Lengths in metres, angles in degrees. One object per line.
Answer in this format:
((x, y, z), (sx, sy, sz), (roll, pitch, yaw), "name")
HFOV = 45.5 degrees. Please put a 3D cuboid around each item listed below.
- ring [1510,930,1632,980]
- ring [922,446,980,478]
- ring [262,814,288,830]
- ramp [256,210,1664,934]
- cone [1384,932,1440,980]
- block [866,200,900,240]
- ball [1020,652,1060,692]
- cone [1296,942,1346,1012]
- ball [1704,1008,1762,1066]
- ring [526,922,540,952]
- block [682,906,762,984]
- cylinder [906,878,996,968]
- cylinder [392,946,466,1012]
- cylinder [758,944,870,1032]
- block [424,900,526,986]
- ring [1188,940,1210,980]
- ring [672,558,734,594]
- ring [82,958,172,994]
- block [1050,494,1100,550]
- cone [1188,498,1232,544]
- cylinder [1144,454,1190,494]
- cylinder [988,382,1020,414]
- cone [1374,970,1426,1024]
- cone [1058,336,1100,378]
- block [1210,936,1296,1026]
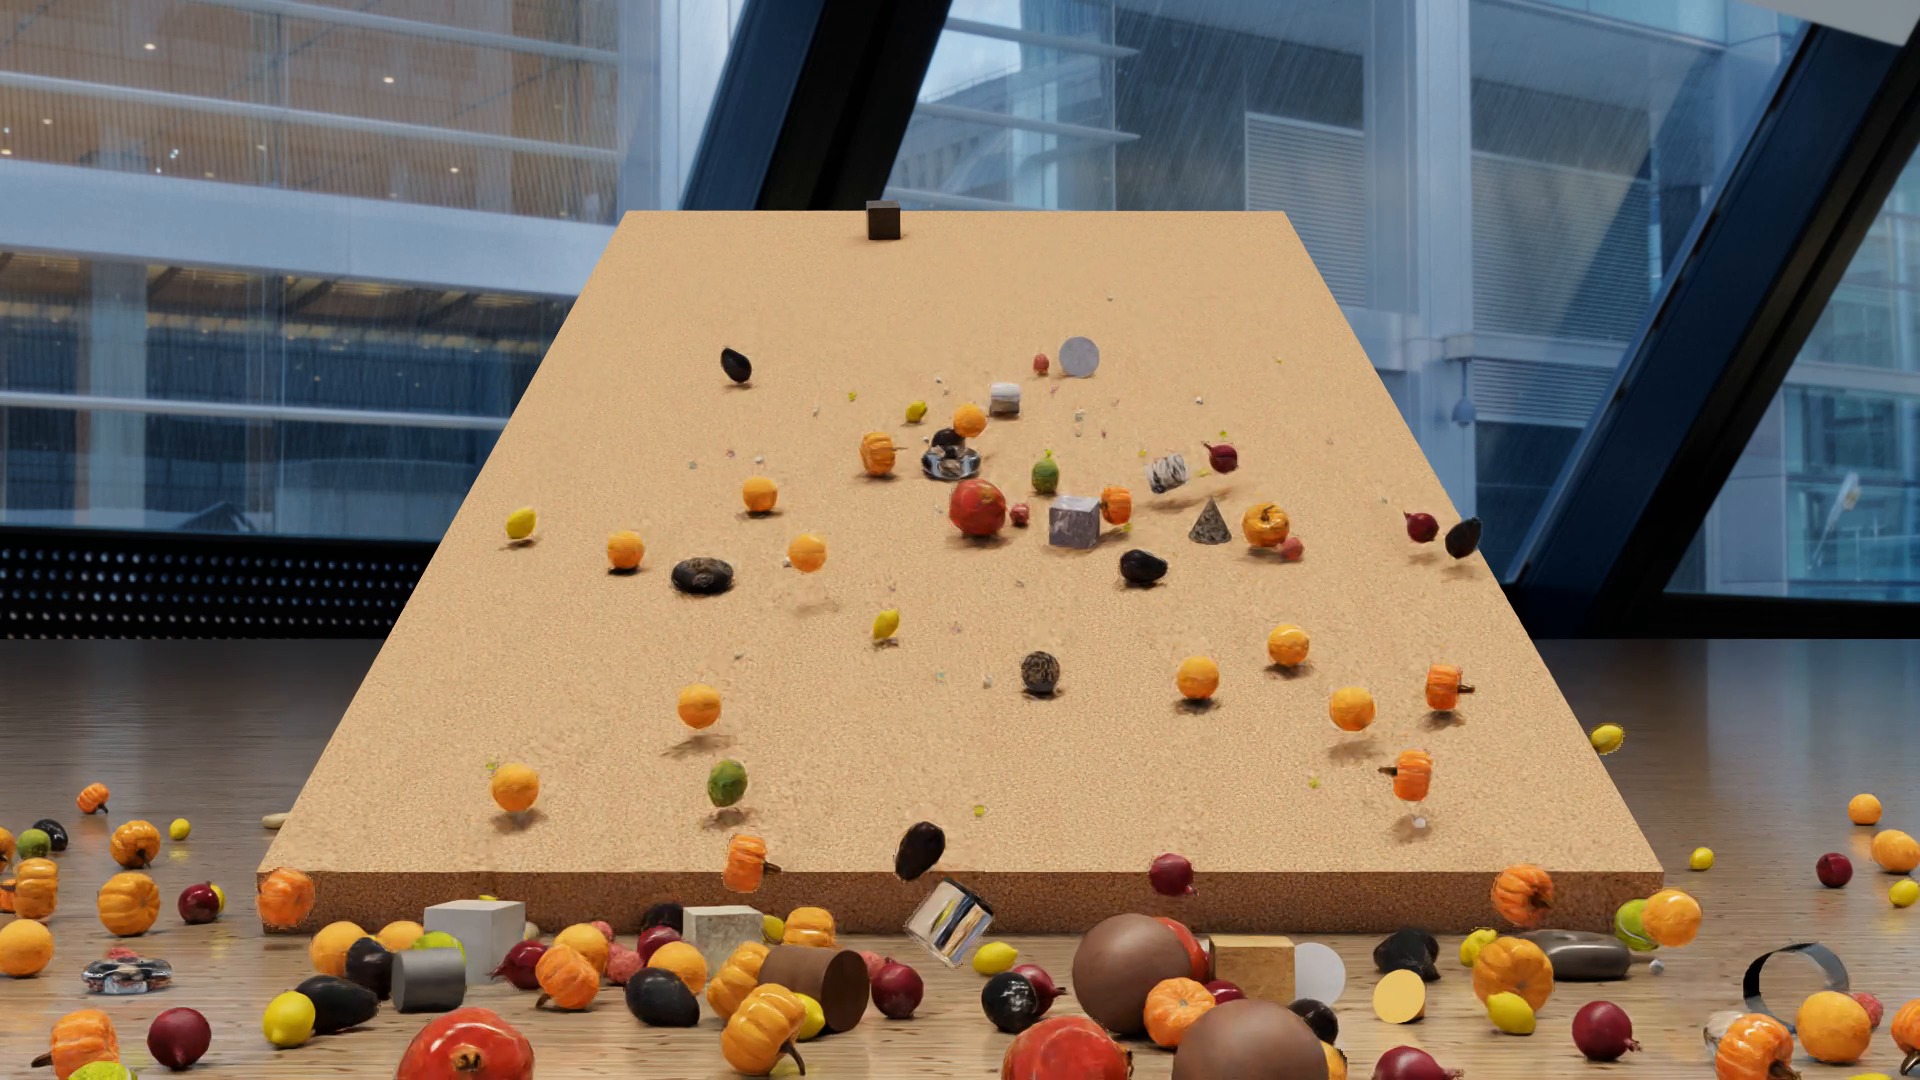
((0.770, 0.524, 2.891), (0.148, 0.049, 0.148), (1, -1, 0), "ring")
((-0.019, -0.165, 4.803), (0.126, 0.042, 0.126), (1, 23, 0), "ring")
((-1.496, 0.621, 5.060), (0.090, 0.030, 0.090), (0, -1, 0), "ring")
((-0.006, -0.219, 5.131), (2.000, 0.100, 4.000), (0, 22, 0), "ramp")
((0.574, 0.531, 2.843), (0.067, 0.067, 0.067), (31, -17, -25), "cone")
((-0.224, -0.932, 6.669), (0.093, 0.093, 0.093), (-2, 22, -6), "block")
((0.134, 0.218, 3.802), (0.066, 0.066, 0.066), (0, -2, 0), "ball")
((0.411, 0.520, 2.656), (0.082, 0.082, 0.082), (-1, -29, 18), "cone")
((0.769, 0.496, 2.282), (0.056, 0.056, 0.056), (0, -2, 0), "ball")
((-0.627, 0.537, 3.090), (0.120, 0.040, 0.120), (-1, -2, 0), "ring")
((-0.297, 0.505, 2.863), (0.084, 0.084, 0.084), (1, -2, -18), "block")
((-0.010, 0.426, 2.552), (0.071, 0.071, 0.071), (36, -15, 11), "cylinder")
((-0.610, 0.503, 2.627), (0.069, 0.069, 0.069), (1, -3, -26), "cylinder")
((-0.160, 0.489, 2.502), (0.088, 0.088, 0.088), (-2, -3, 34), "cylinder")
((-0.604, 0.501, 2.855), (0.092, 0.092, 0.092), (-1, -2, 15), "block")
((0.352, 0.525, 2.860), (0.136, 0.045, 0.136), (0, -3, 0), "ring")
((-0.475, 0.065, 4.224), (0.116, 0.039, 0.116), (1, 21, 0), "ring")
((-1.006, 0.526, 2.769), (0.104, 0.035, 0.104), (0, -4, 0), "ring")
((0.222, -0.035, 4.425), (0.078, 0.078, 0.078), (8, 23, 18), "block")
((0.487, -0.046, 4.446), (0.085, 0.085, 0.085), (0, 22, 0), "cone")
((0.417, -0.133, 4.618), (0.065, 0.065, 0.065), (-23, -13, 27), "cylinder")
((0.100, -0.319, 5.150), (0.066, 0.066, 0.066), (2, -3, -5), "cylinder")
((0.505, 0.521, 2.560), (0.063, 0.063, 0.063), (-2, -30, 40), "cone")
((0.277, -0.428, 5.464), (0.100, 0.100, 0.100), (0, -5, -6), "cone")
((0.325, 0.491, 2.554), (0.087, 0.087, 0.087), (0, -2, 2), "block")
